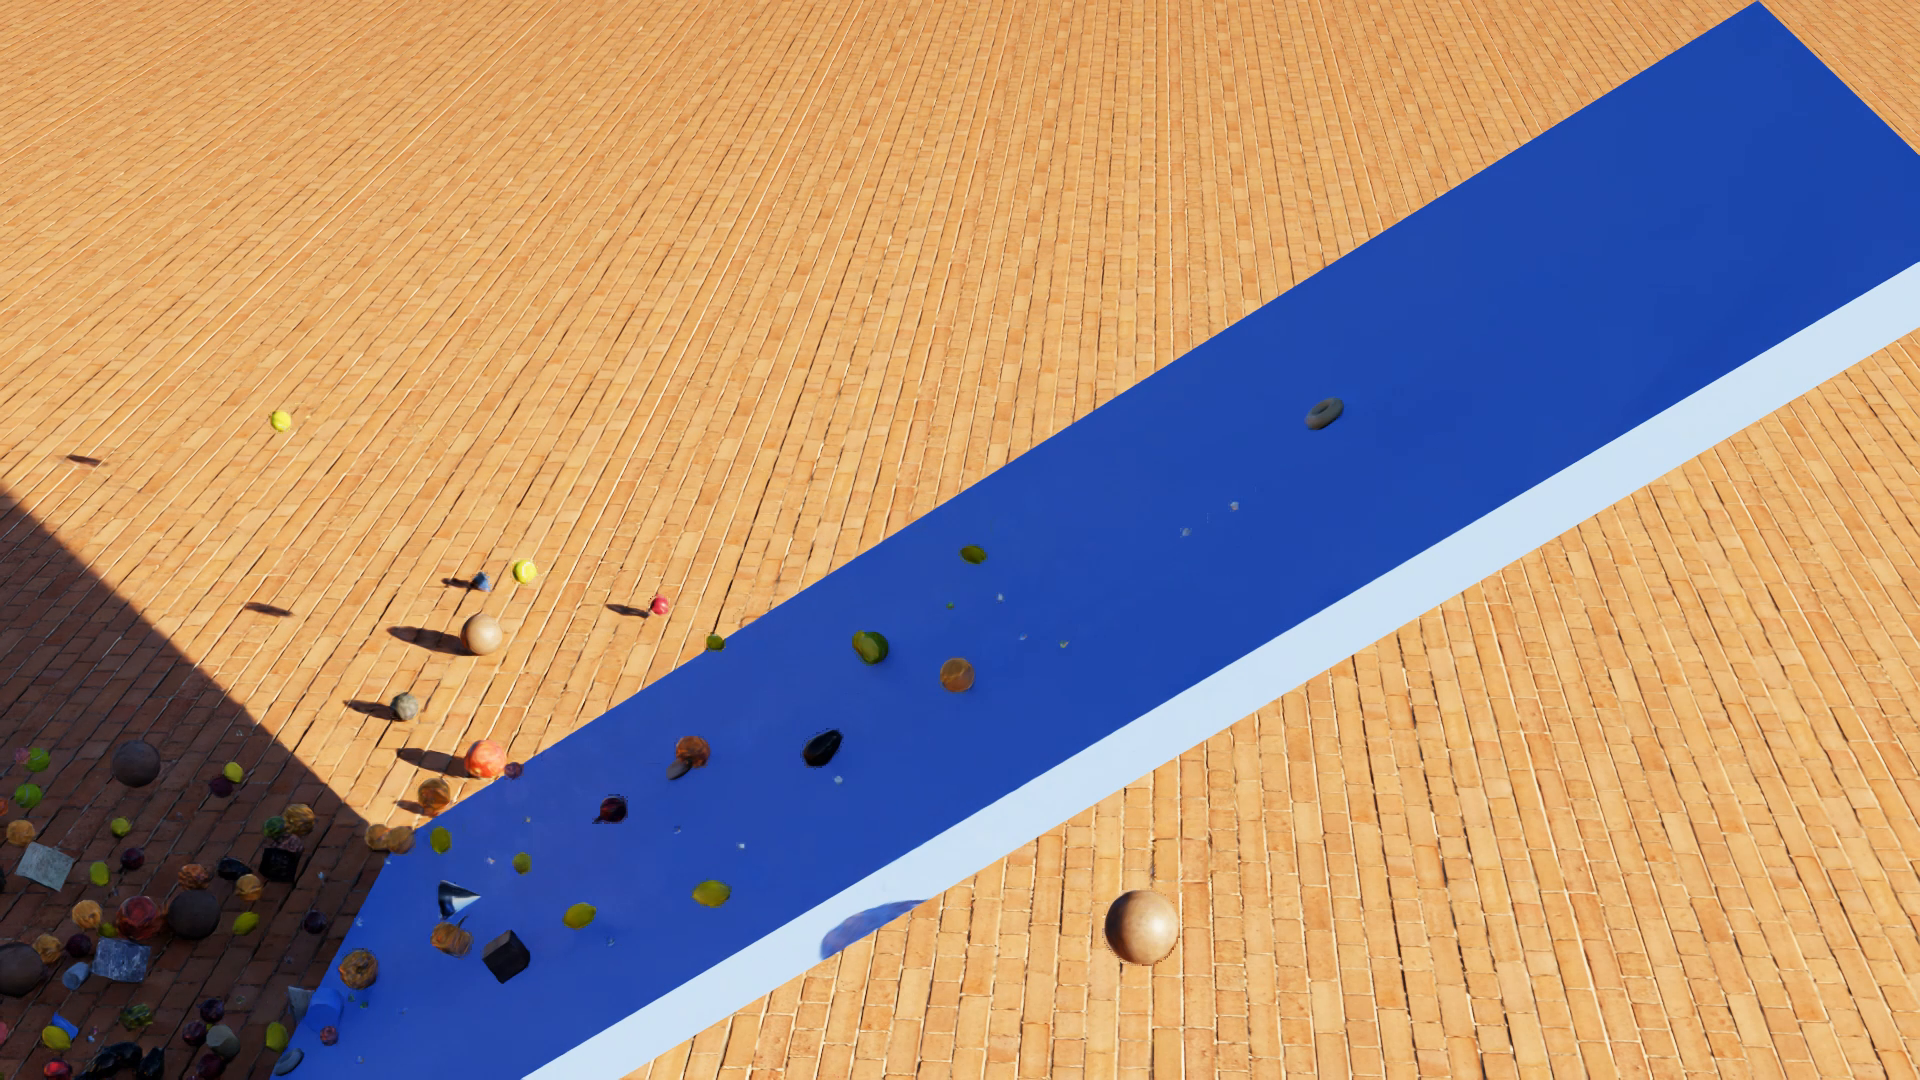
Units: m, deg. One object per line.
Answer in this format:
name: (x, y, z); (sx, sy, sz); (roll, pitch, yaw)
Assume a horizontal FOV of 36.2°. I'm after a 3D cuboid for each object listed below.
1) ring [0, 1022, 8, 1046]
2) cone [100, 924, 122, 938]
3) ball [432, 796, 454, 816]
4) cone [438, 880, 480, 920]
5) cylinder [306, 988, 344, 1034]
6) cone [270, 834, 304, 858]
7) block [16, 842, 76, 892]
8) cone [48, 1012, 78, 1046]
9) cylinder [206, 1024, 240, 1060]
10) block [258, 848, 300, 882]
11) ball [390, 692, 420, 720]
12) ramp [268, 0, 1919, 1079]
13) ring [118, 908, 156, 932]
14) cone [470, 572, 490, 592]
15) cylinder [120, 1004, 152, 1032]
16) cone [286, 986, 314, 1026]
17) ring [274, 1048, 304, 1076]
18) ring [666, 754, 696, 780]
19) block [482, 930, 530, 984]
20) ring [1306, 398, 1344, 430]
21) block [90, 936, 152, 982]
ring: (-2.262, 1.164, 6.859); (0.093, 0.031, 0.093); (-23, 38, 19)
cone: (-2.134, 0.991, 7.390); (0.054, 0.054, 0.054); (-7, -5, -18)
ball: (-1.412, 0.728, 8.032); (0.061, 0.061, 0.061); (0, 21, 0)
cone: (-1.151, 0.829, 6.819); (0.092, 0.092, 0.092); (-6, 20, 6)
cylinder: (-1.434, 1.063, 6.641); (0.077, 0.077, 0.077); (-1, 19, -3)
cone: (-1.760, 0.817, 7.724); (0.087, 0.087, 0.087); (-9, 2, -23)
block: (-2.366, 0.844, 7.605); (0.091, 0.091, 0.091); (3, -25, 48)
cone: (-2.118, 1.136, 6.910); (0.071, 0.071, 0.071); (-6, 31, 4)
cylinder: (-1.710, 1.166, 6.828); (0.060, 0.060, 0.060); (-10, 46, 11)
block: (-1.772, 0.847, 7.652); (0.066, 0.066, 0.066); (1, 64, 20)
ball: (-1.629, 0.489, 8.631); (0.082, 0.082, 0.082); (0, 21, 0)
ramp: (0.138, 0.172, 6.300); (4.000, 0.100, 2.000); (-32, 16, 14)
ring: (-2.085, 0.962, 7.450); (0.095, 0.032, 0.095); (8, 18, -3)
cone: (-1.550, 0.151, 9.592); (0.066, 0.066, 0.066); (42, 39, 22)
cylinder: (-1.954, 1.132, 6.977); (0.054, 0.054, 0.054); (-16, 26, -36)
cone: (-1.513, 1.074, 6.856); (0.095, 0.095, 0.095); (-11, 23, -16)
ring: (-1.502, 1.168, 6.582); (0.077, 0.026, 0.077); (-32, 16, 10)
ring: (-0.635, 0.516, 6.686); (0.077, 0.026, 0.077); (-34, 14, 10)
block: (-0.957, 0.878, 6.199); (0.070, 0.070, 0.070); (-35, 15, 3)
ring: (0.748, -0.259, 6.040); (0.090, 0.030, 0.090); (-35, 18, 13)
block: (-2.045, 1.023, 7.169); (0.089, 0.089, 0.089); (10, -7, 25)
